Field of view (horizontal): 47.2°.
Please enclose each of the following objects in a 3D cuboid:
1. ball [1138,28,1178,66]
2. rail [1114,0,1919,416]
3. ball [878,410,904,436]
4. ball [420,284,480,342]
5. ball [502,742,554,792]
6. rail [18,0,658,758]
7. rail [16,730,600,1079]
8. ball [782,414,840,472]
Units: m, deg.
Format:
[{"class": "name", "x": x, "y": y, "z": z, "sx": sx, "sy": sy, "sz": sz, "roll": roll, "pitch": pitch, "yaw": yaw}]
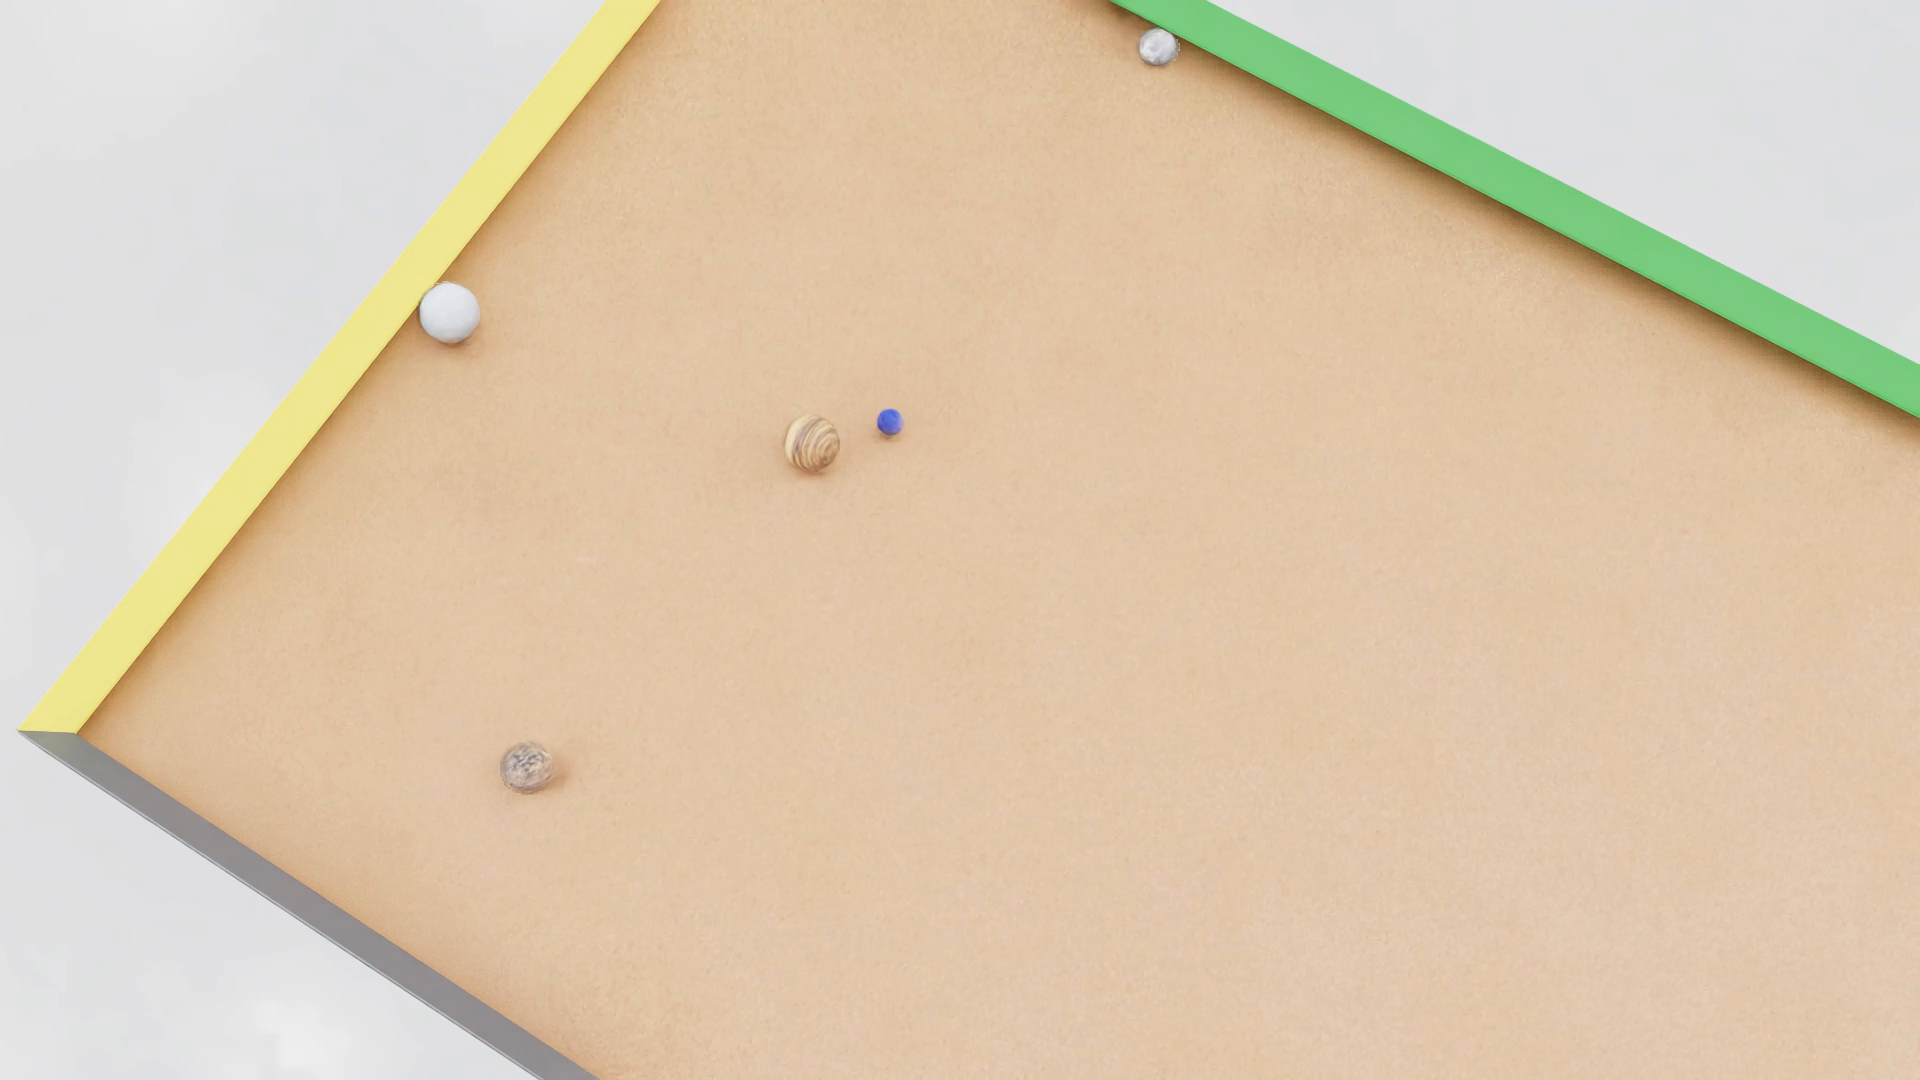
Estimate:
[{"class": "ball", "x": 0.342, "y": -0.853, "z": 3.807, "sx": 0.067, "sy": 0.067, "sz": 0.067, "roll": 0, "pitch": 69, "yaw": 0}, {"class": "rail", "x": 1.390, "y": -0.306, "z": 3.560, "sx": 4.048, "sy": 0.126, "sz": 0.045, "roll": 30, "pitch": 72, "yaw": 11}, {"class": "ball", "x": -0.113, "y": -0.190, "z": 3.561, "sx": 0.043, "sy": 0.043, "sz": 0.043, "roll": 0, "pitch": 69, "yaw": 0}, {"class": "ball", "x": -0.836, "y": -0.372, "z": 3.602, "sx": 0.097, "sy": 0.097, "sz": 0.097, "roll": 0, "pitch": 69, "yaw": 0}, {"class": "ball", "x": -0.656, "y": 0.344, "z": 3.334, "sx": 0.077, "sy": 0.077, "sz": 0.077, "roll": 0, "pitch": 69, "yaw": 0}, {"class": "rail", "x": -0.839, "y": -0.495, "z": 3.634, "sx": 0.045, "sy": 0.126, "sz": 2.056, "roll": 30, "pitch": 72, "yaw": 11}, {"class": "rail", "x": 0.329, "y": 1.283, "z": 2.939, "sx": 4.048, "sy": 0.126, "sz": 0.045, "roll": 30, "pitch": 72, "yaw": 11}, {"class": "ball", "x": -0.238, "y": -0.156, "z": 3.521, "sx": 0.092, "sy": 0.092, "sz": 0.092, "roll": 0, "pitch": 69, "yaw": 0}]
